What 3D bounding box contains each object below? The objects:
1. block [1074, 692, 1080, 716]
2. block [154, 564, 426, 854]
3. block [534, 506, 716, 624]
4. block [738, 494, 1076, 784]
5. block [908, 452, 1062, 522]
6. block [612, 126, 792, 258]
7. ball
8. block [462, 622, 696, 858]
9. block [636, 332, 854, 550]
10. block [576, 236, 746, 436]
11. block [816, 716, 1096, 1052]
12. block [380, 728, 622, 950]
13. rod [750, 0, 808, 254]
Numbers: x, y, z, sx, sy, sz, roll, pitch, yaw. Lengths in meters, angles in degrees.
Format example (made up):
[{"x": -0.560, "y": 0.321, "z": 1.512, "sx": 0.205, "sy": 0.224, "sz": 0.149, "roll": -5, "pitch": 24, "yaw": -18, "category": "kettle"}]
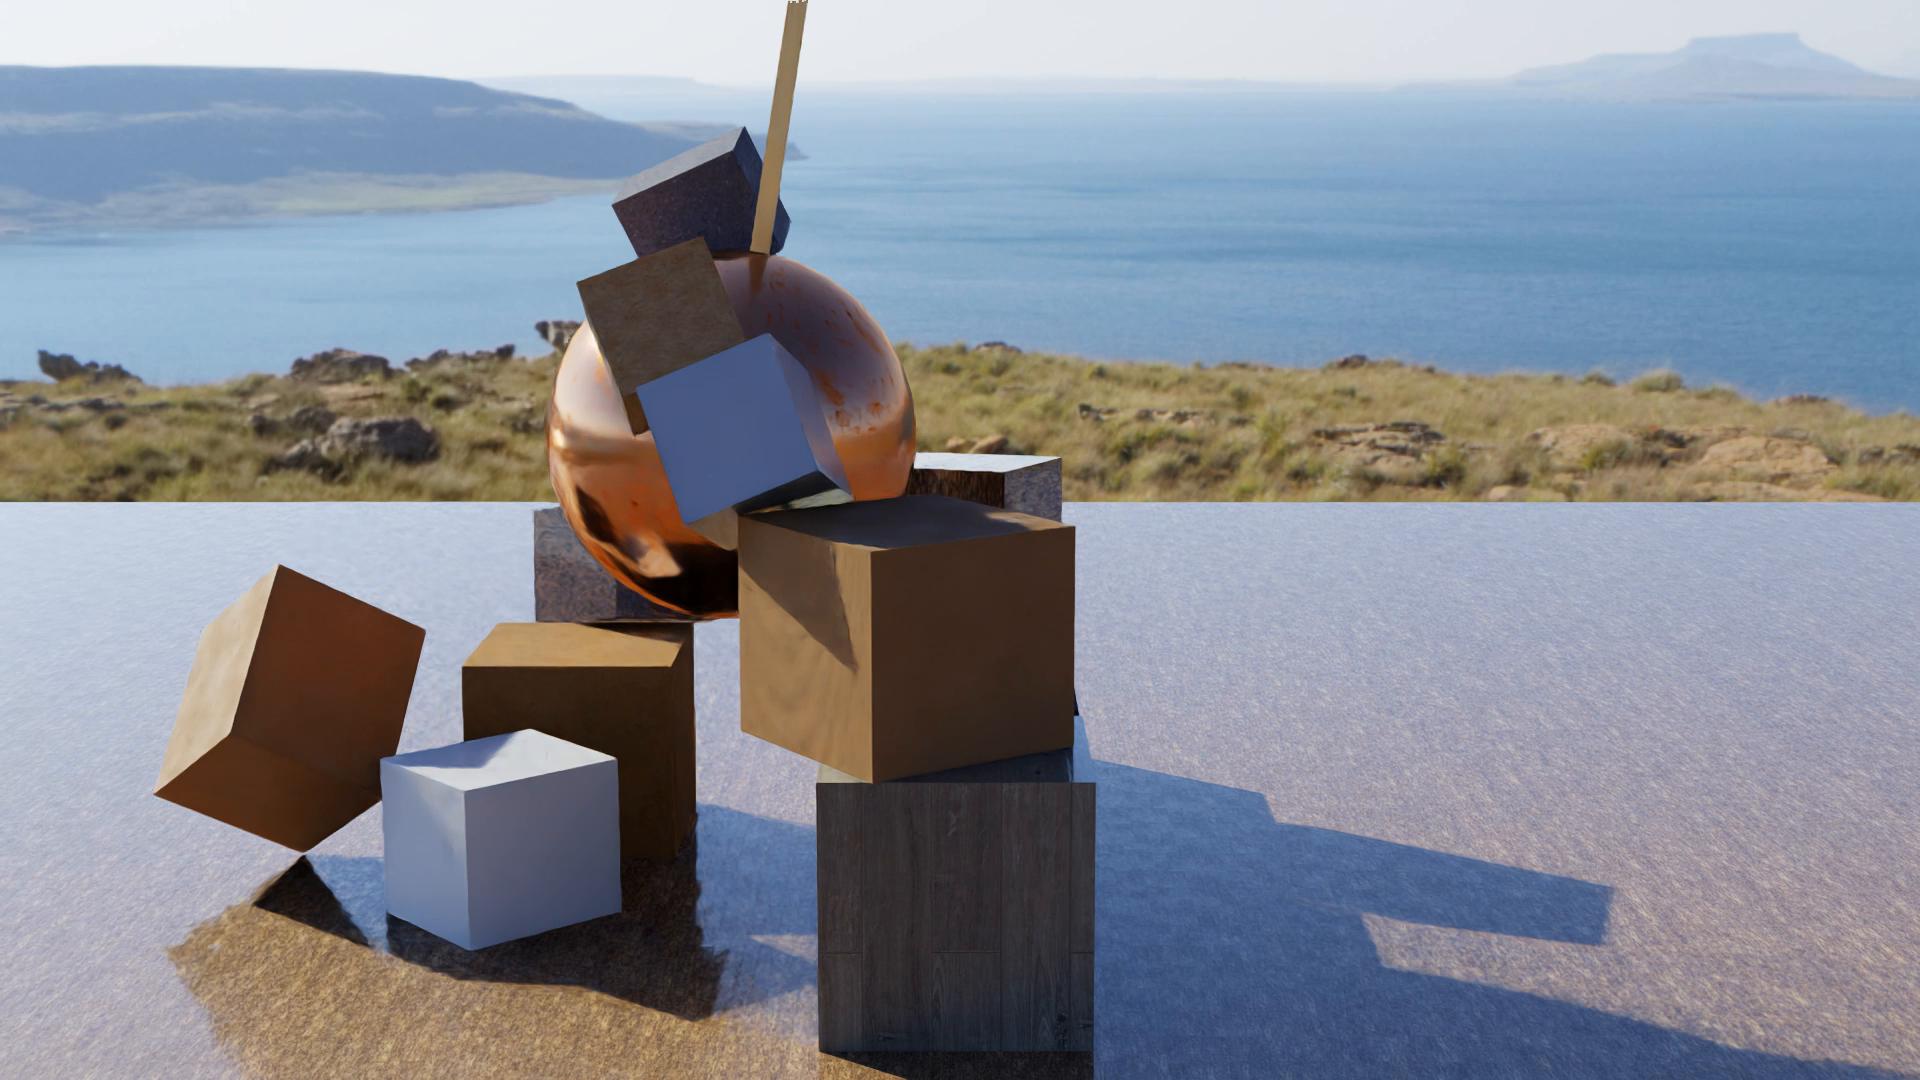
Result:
[{"x": 0.002, "y": 1.143, "z": 10.624, "sx": 0.961, "sy": 0.951, "sz": 0.855, "roll": 0, "pitch": 10, "yaw": 0, "category": "block"}, {"x": -2.994, "y": 0.767, "z": 11.493, "sx": 0.741, "sy": 0.867, "sz": 0.785, "roll": 28, "pitch": -40, "yaw": -28, "category": "block"}, {"x": -1.649, "y": 0.128, "z": 12.603, "sx": 0.644, "sy": 0.572, "sz": 0.609, "roll": -8, "pitch": -8, "yaw": 44, "category": "block"}, {"x": -0.208, "y": 0.341, "z": 9.683, "sx": 0.906, "sy": 0.841, "sz": 0.920, "roll": -7, "pitch": 13, "yaw": -35, "category": "block"}, {"x": 0.009, "y": 0.020, "z": 12.632, "sx": 0.757, "sy": 0.814, "sz": 0.796, "roll": 3, "pitch": 8, "yaw": 22, "category": "block"}, {"x": -1.165, "y": -1.482, "z": 11.656, "sx": 0.600, "sy": 0.498, "sz": 0.558, "roll": -23, "pitch": 18, "yaw": 9, "category": "block"}, {"x": -0.986, "y": -0.454, "z": 11.098, "sx": 1.600, "sy": 1.600, "sz": 1.600, "roll": 0, "pitch": 10, "yaw": 0, "category": "ball"}, {"x": -1.759, "y": 0.921, "z": 12.004, "sx": 0.940, "sy": 0.893, "sz": 0.918, "roll": 0, "pitch": 10, "yaw": 0, "category": "block"}, {"x": -0.822, "y": -0.368, "z": 9.915, "sx": 0.548, "sy": 0.570, "sz": 0.620, "roll": -22, "pitch": -12, "yaw": 6, "category": "block"}, {"x": -1.149, "y": -0.796, "z": 10.079, "sx": 0.520, "sy": 0.499, "sz": 0.510, "roll": -22, "pitch": -13, "yaw": -8, "category": "block"}, {"x": -0.015, "y": 1.277, "z": 9.715, "sx": 0.999, "sy": 1.012, "sz": 0.962, "roll": 0, "pitch": 10, "yaw": 0, "category": "block"}, {"x": -1.936, "y": 1.247, "z": 10.827, "sx": 0.742, "sy": 0.672, "sz": 0.668, "roll": -9, "pitch": 14, "yaw": -41, "category": "block"}, {"x": -0.427, "y": -3.754, "z": 10.498, "sx": 0.080, "sy": 5.200, "sz": 0.080, "roll": 9, "pitch": 10, "yaw": -2, "category": "rod"}]
